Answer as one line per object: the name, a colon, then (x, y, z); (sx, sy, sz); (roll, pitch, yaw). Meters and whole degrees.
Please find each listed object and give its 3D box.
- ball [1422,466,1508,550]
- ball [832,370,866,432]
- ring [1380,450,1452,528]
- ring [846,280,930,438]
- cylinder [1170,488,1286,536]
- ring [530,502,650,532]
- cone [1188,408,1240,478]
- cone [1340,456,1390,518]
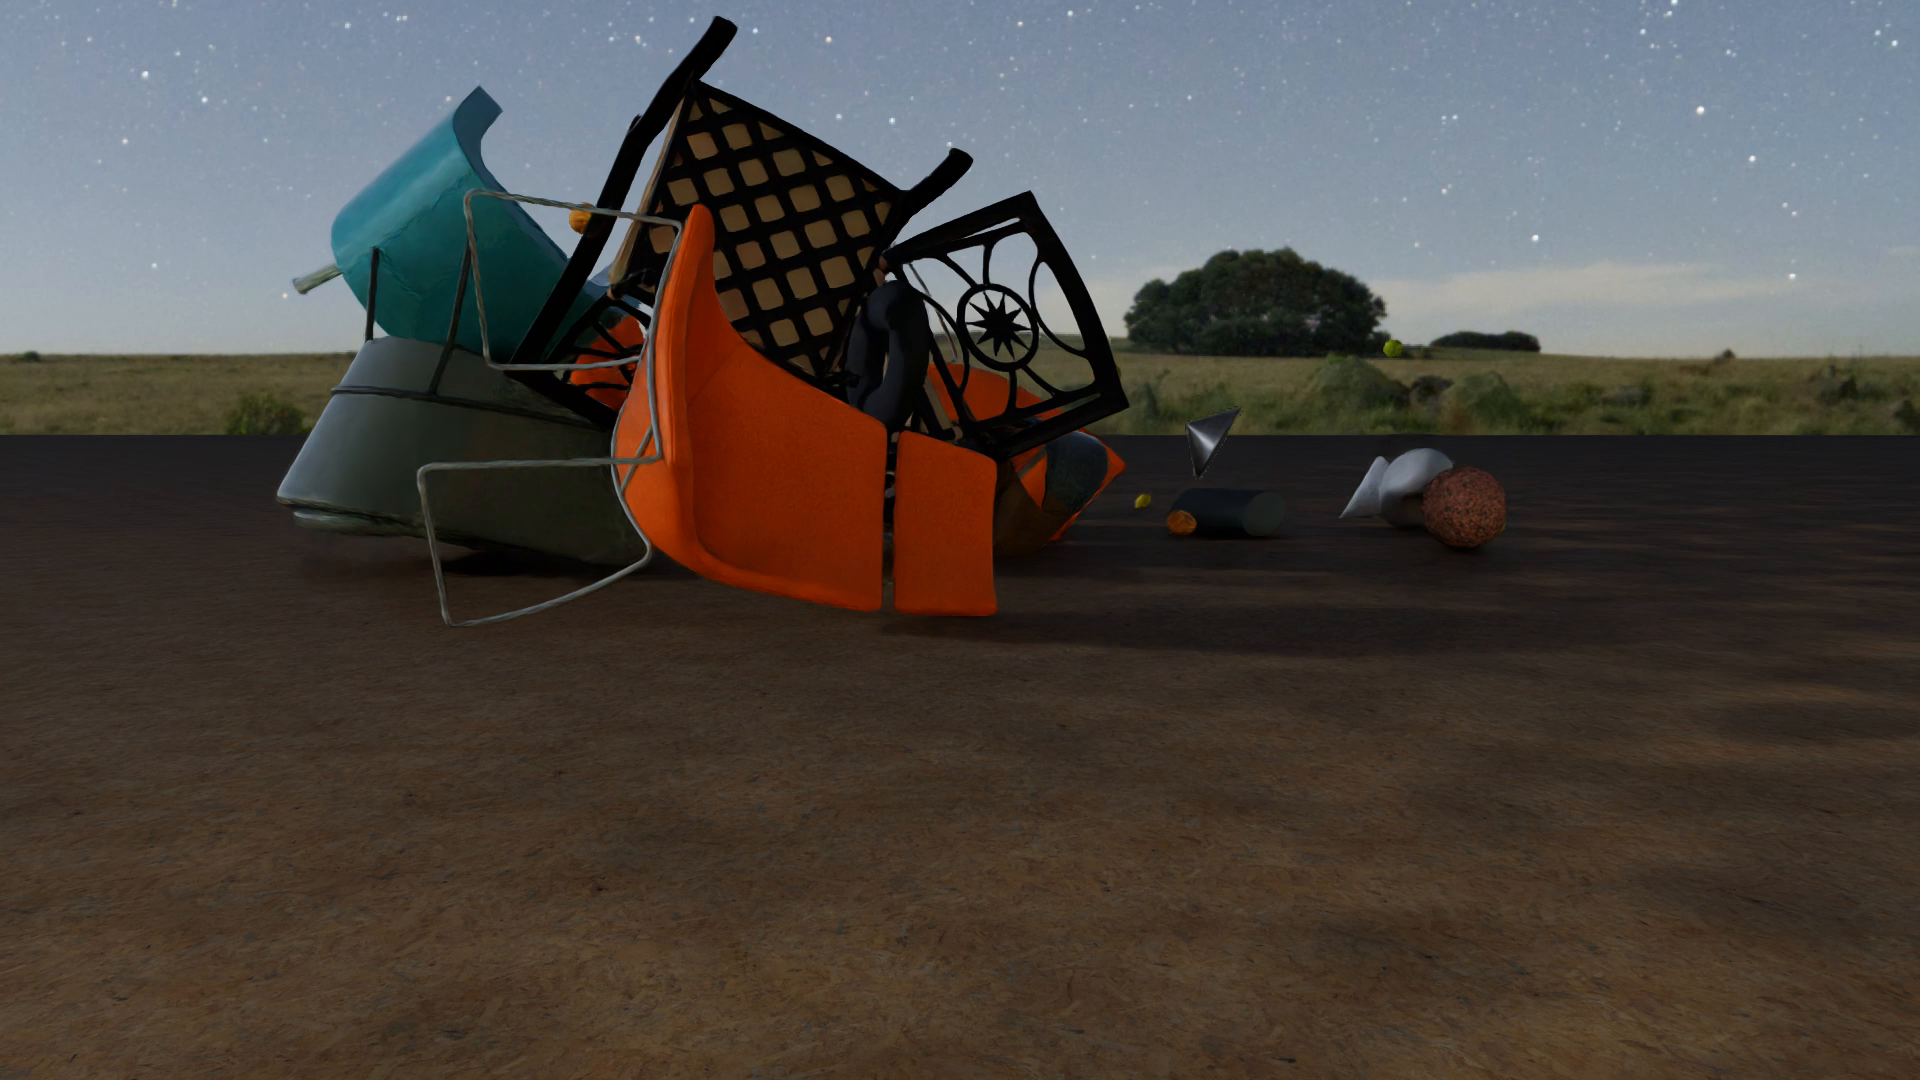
ball: (1.409, -0.091, 6.149); (0.236, 0.236, 0.236); (0, 4, 0)
ball: (-0.265, -0.403, 6.237); (0.197, 0.197, 0.197); (0, 4, 0)
ring: (1.448, -0.162, 6.974); (0.218, 0.157, 0.387); (14, -23, -1)
ring: (-0.170, -0.420, 5.108); (0.082, 0.358, 0.402); (4, -24, -25)
cylinder: (0.826, -0.087, 6.795); (0.193, 0.131, 0.309); (-25, 18, -35)
ring: (-1.164, -0.071, 6.911); (0.378, 0.059, 0.373); (-8, 0, -10)
cone: (0.740, -0.324, 6.697); (0.114, 0.258, 0.164); (32, 16, 7)
cone: (1.407, -0.131, 7.609); (0.234, 0.238, 0.158); (-30, 8, -10)
